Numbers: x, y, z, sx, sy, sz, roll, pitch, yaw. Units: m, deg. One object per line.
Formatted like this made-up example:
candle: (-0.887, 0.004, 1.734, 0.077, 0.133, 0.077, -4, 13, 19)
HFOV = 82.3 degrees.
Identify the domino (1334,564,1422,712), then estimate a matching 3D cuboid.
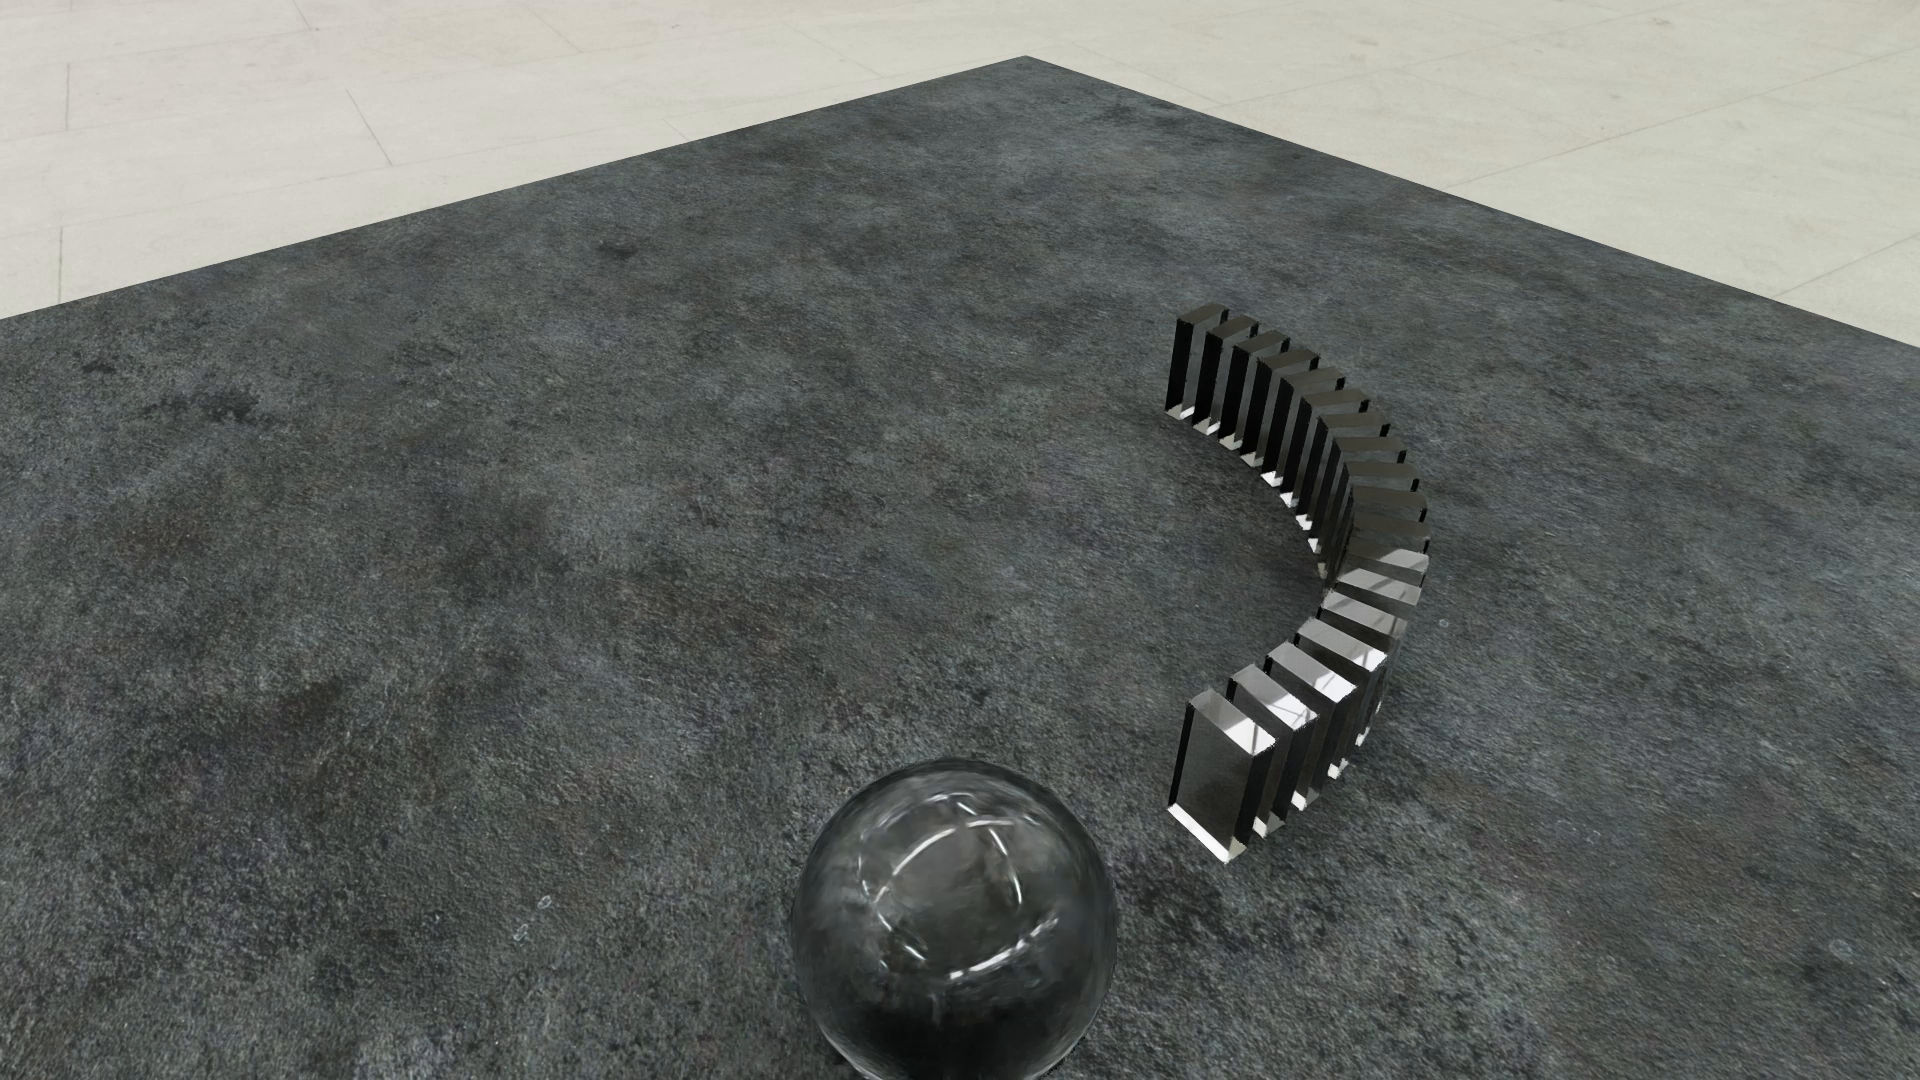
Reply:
domino: (0.135, 0.034, 0.370, 0.025, 0.050, 0.010, 20, 43, 23)

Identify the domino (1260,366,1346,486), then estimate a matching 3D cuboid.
domino: (0.146, -0.048, 0.470, 0.025, 0.050, 0.009, -13, 41, -15)

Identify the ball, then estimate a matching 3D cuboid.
ball: (-0.002, 0.095, 0.272, 0.080, 0.080, 0.080, 0, 39, 0)

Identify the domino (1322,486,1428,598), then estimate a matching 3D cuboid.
domino: (0.153, 0.004, 0.407, 0.025, 0.050, 0.009, 7, 40, 8)

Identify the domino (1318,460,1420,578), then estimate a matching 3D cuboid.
domino: (0.155, -0.006, 0.419, 0.025, 0.050, 0.009, 3, 39, 4)

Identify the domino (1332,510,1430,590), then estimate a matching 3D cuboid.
domino: (0.149, 0.014, 0.394, 0.025, 0.050, 0.010, 11, 41, 13)

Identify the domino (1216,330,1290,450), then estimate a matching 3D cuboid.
domino: (0.131, -0.067, 0.493, 0.025, 0.050, 0.009, -23, 45, -26)

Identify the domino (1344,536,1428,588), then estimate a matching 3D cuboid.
domino: (0.143, 0.024, 0.382, 0.025, 0.050, 0.009, 15, 42, 18)

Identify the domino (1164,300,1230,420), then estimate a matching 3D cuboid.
domino: (0.110, -0.083, 0.513, 0.025, 0.050, 0.010, -29, 47, -30)

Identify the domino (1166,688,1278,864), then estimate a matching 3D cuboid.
domino: (0.077, 0.070, 0.326, 0.009, 0.050, 0.025, -25, 45, -27)

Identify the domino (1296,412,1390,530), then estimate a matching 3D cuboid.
domino: (0.154, -0.028, 0.445, 0.025, 0.050, 0.009, -5, 40, -6)

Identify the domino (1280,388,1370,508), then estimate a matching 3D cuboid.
domino: (0.151, -0.038, 0.458, 0.025, 0.050, 0.009, -9, 40, -11)

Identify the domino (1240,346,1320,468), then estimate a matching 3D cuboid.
domino: (0.140, -0.058, 0.482, 0.025, 0.050, 0.009, -17, 42, -20)

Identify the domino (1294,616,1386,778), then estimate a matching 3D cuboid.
domino: (0.116, 0.051, 0.350, 0.025, 0.050, 0.010, 30, 48, 31)

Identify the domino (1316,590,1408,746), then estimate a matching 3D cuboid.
domino: (0.126, 0.042, 0.360, 0.025, 0.050, 0.010, 25, 45, 27)

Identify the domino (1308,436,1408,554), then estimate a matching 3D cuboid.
domino: (0.155, -0.017, 0.432, 0.025, 0.050, 0.009, -1, 39, -1)

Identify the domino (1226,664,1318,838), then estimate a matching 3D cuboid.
domino: (0.090, 0.064, 0.333, 0.009, 0.050, 0.025, -24, 45, -26)

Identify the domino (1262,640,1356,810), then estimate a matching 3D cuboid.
domino: (0.104, 0.058, 0.341, 0.010, 0.050, 0.025, -27, 47, -29)

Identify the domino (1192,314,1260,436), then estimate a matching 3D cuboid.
domino: (0.121, -0.075, 0.503, 0.025, 0.050, 0.009, -28, 47, -30)
